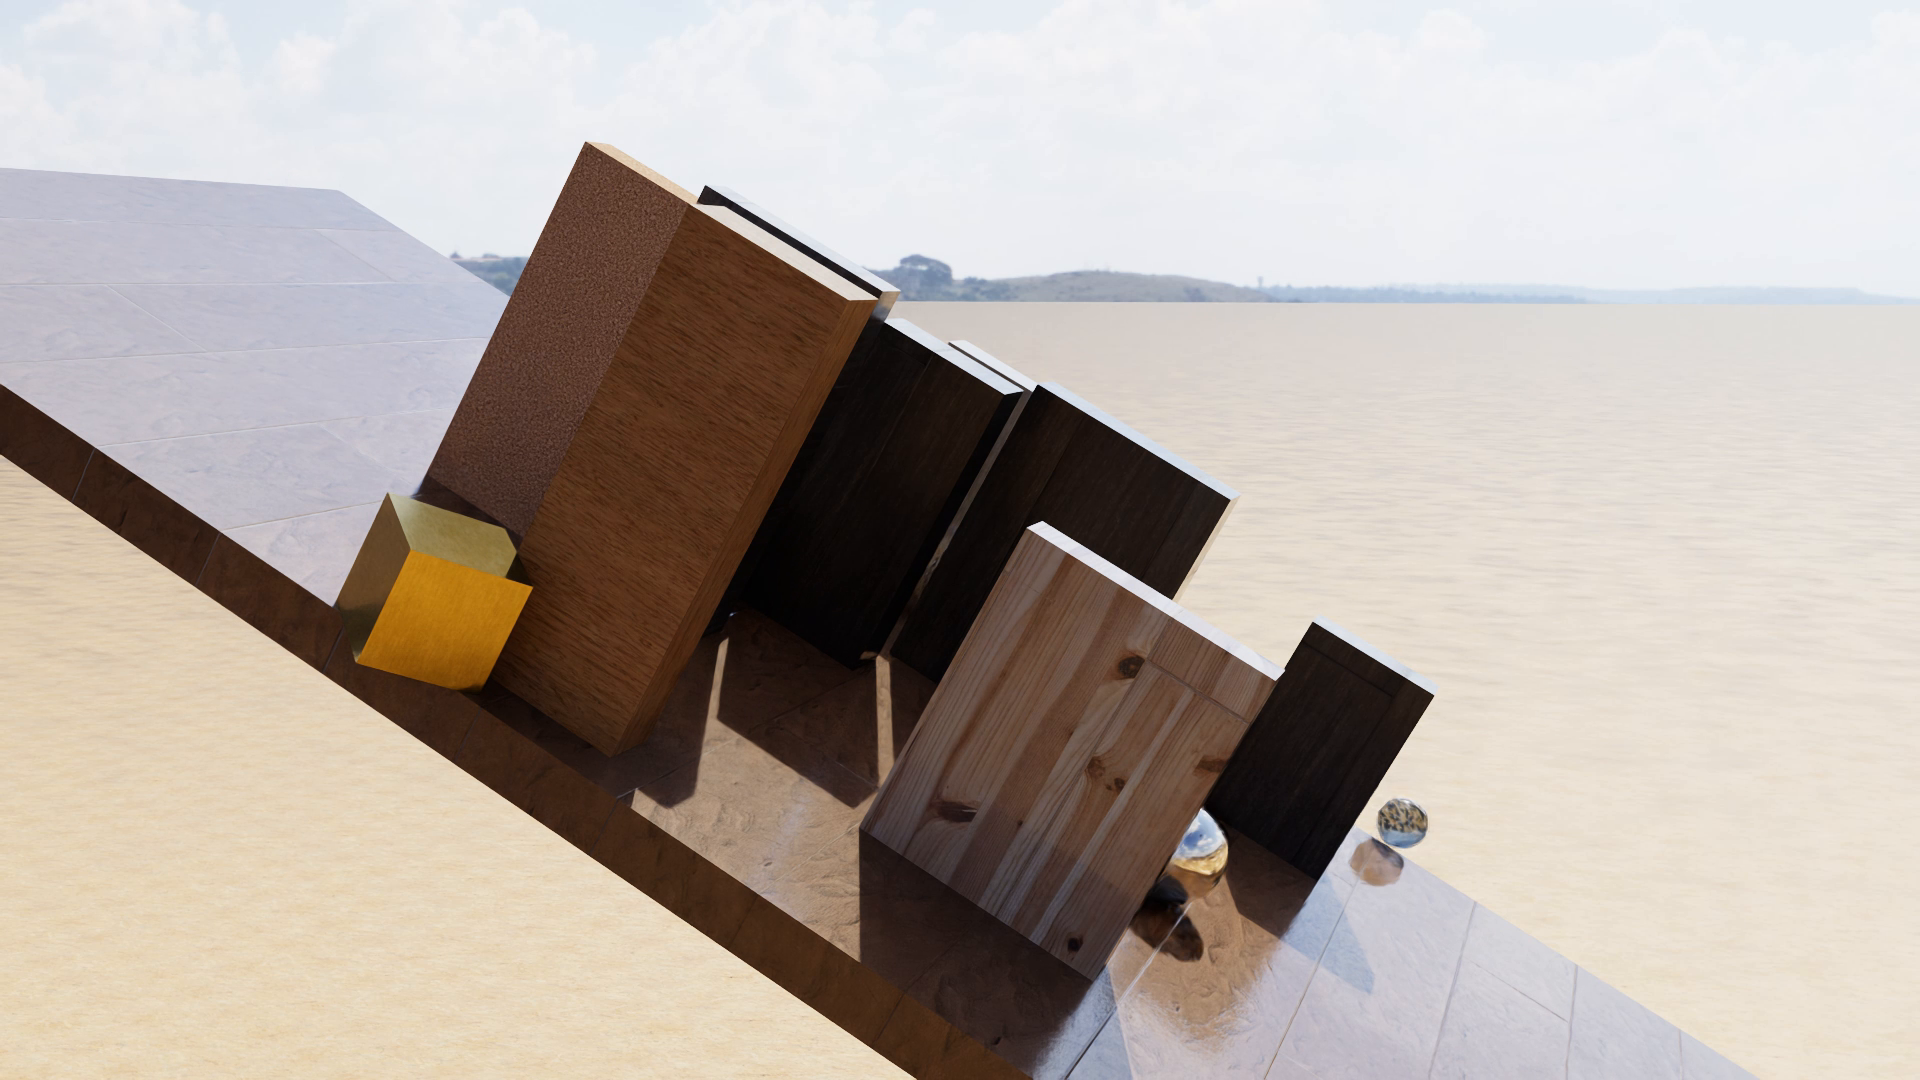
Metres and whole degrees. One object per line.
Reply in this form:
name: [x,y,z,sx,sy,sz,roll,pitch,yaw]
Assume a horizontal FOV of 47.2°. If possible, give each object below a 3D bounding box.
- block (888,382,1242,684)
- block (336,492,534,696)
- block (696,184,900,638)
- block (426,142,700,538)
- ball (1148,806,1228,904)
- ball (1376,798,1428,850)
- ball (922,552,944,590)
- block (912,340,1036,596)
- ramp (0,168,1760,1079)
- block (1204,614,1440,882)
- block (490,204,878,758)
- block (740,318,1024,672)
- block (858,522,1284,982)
block: [0.201,0.068,4.302,0.433,0.618,0.117,32,15,11]
block: [-0.781,0.080,3.260,0.192,0.192,0.192,20,17,-32]
block: [-0.439,-0.226,3.915,0.374,0.708,0.097,32,15,11]
block: [-0.642,-0.317,3.908,0.365,0.675,0.097,32,15,11]
ball: [0.379,0.547,3.869,0.186,0.186,0.186,0,7,0]
ball: [0.983,0.630,4.886,0.115,0.115,0.115,0,7,0]
ball: [0.014,0.108,4.674,0.191,0.191,0.191,0,7,0]
block: [0.001,-0.133,4.811,0.309,0.519,0.116,32,15,11]
ramp: [-0.195,0.322,4.133,4.000,0.100,2.000,32,15,11]
block: [0.724,0.417,4.435,0.277,0.450,0.104,32,15,11]
block: [-0.437,-0.085,3.283,0.278,0.783,0.127,32,15,11]
block: [-0.156,-0.087,4.181,0.275,0.607,0.132,32,15,11]
block: [0.169,0.330,3.451,0.444,0.565,0.093,32,15,11]
